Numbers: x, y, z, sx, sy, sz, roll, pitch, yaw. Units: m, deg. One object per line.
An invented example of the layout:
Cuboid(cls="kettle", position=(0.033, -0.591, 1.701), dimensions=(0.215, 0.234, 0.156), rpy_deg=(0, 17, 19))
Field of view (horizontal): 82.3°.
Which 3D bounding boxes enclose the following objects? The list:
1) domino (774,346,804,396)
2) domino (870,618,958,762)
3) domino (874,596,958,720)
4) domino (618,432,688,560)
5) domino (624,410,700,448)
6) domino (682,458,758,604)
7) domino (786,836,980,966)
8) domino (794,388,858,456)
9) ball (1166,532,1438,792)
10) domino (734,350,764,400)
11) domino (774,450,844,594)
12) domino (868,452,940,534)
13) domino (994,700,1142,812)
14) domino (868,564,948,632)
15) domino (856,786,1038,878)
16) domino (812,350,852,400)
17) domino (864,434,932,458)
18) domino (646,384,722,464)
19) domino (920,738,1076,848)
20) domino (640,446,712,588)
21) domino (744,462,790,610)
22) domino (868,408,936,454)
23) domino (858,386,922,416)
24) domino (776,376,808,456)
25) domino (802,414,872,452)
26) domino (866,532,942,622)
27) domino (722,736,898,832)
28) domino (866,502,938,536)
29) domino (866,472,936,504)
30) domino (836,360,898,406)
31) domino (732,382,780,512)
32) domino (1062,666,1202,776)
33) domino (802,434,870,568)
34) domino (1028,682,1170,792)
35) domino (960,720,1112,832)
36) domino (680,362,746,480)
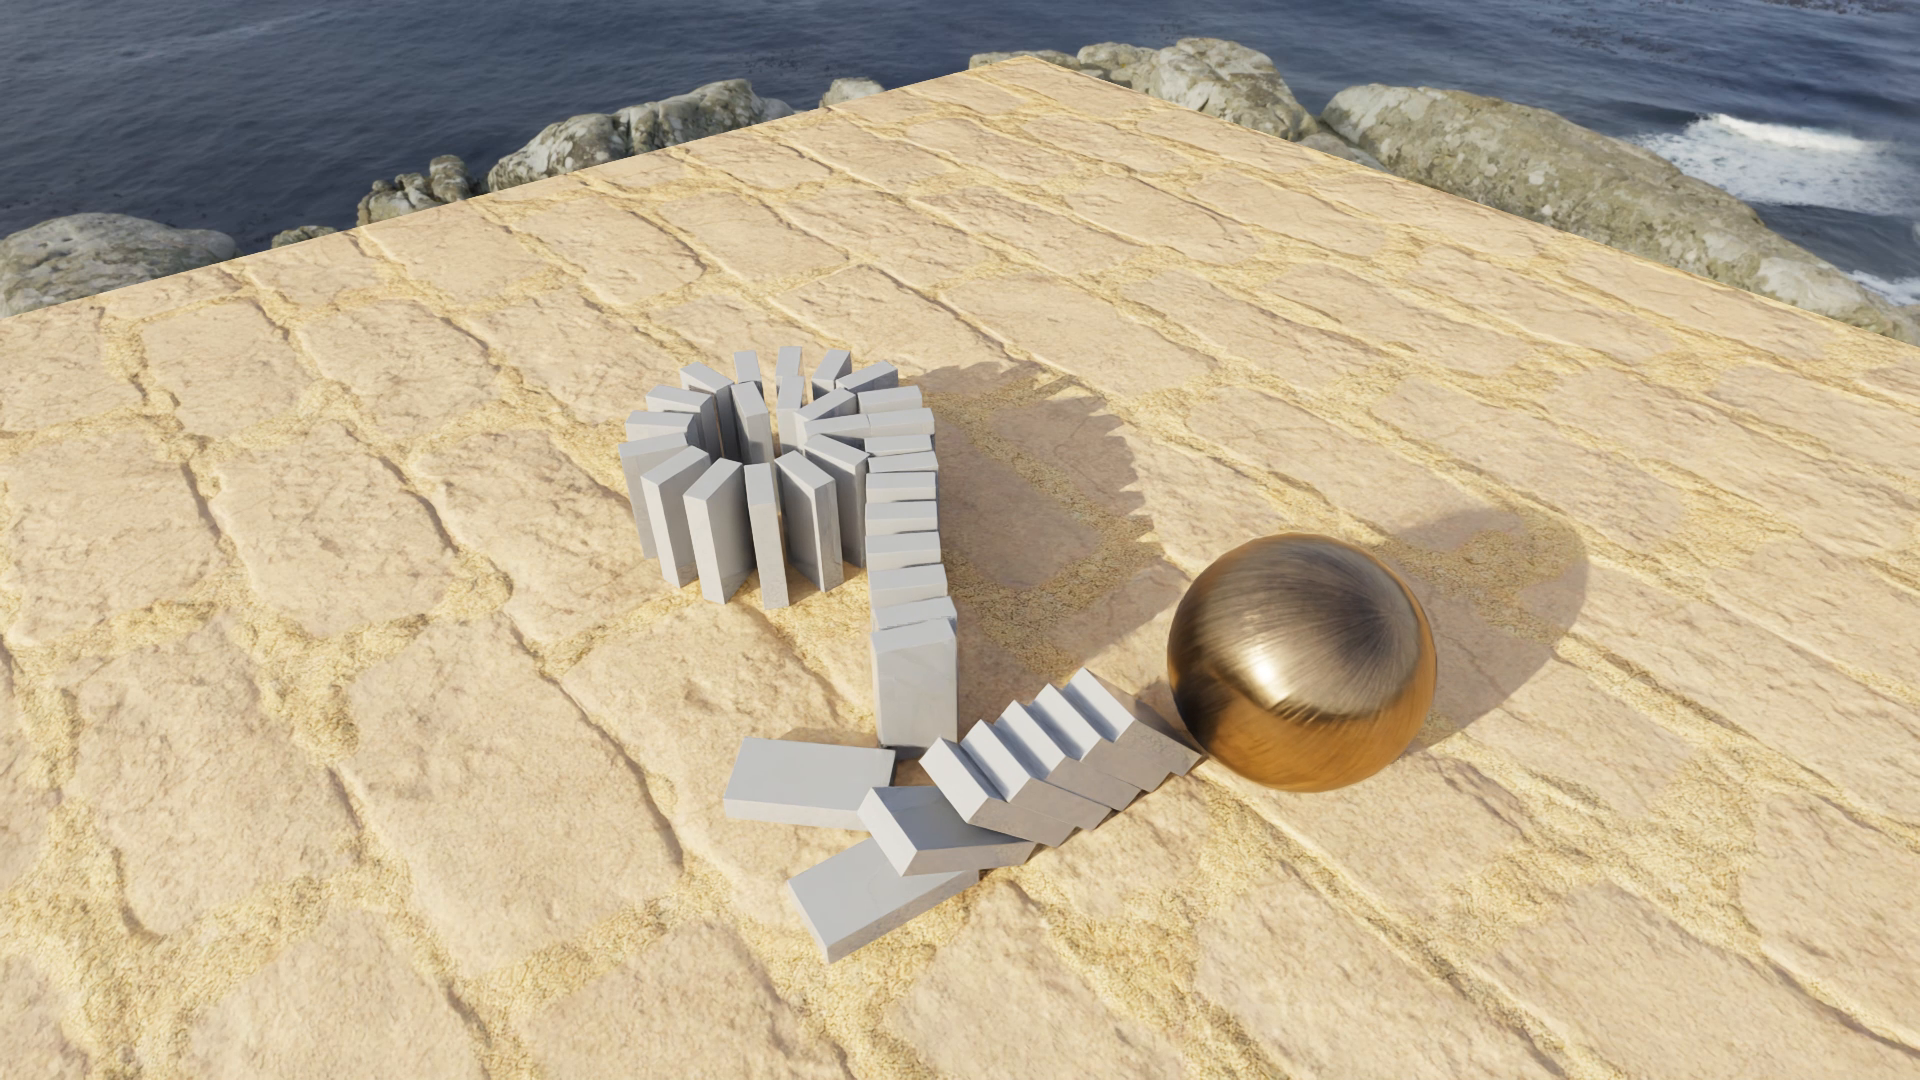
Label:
Cuboid(cls="domino", position=(-0.072, -0.056, 0.480), dimensions=(0.010, 0.050, 0.025), rpy_deg=(-2, 39, -2))
Cuboid(cls="domino", position=(-0.014, 0.049, 0.352), dimensions=(0.025, 0.050, 0.009), rpy_deg=(-10, 39, -12))
Cuboid(cls="domino", position=(-0.014, 0.042, 0.360), dimensions=(0.025, 0.050, 0.010), rpy_deg=(-9, 39, -11))
Cuboid(cls="domino", position=(-0.116, -0.017, 0.432), dimensions=(0.025, 0.050, 0.009), rpy_deg=(-13, 41, -15))
Cuboid(cls="domino", position=(-0.117, -0.028, 0.446), dimensions=(0.025, 0.050, 0.009), rpy_deg=(4, 40, 5))
Cuboid(cls="domino", position=(-0.090, -0.003, 0.415), dimensions=(0.009, 0.050, 0.025), rpy_deg=(14, 41, 17))
Cuboid(cls="domino", position=(-0.022, 0.100, 0.322), dimensions=(0.050, 0.010, 0.025), rpy_deg=(-22, 44, -24))
Cuboid(cls="domino", position=(-0.054, -0.035, 0.454), dimensions=(0.009, 0.050, 0.025), rpy_deg=(29, 47, 30))
Cuboid(cls="ball", position=(0.105, 0.038, 0.342), dimensions=(0.080, 0.080, 0.080), rpy_deg=(0, 39, 0))
Cuboid(cls="domino", position=(-0.089, -0.054, 0.477), dimensions=(0.010, 0.050, 0.025), rpy_deg=(-9, 40, -11))
Cuboid(cls="domino", position=(-0.057, -0.007, 0.420), dimensions=(0.009, 0.050, 0.025), rpy_deg=(-30, 48, -31))
Cuboid(cls="domino", position=(-0.021, -0.010, 0.423), dimensions=(0.025, 0.050, 0.010), rpy_deg=(-7, 40, -8))
Cuboid(cls="domino", position=(0.034, 0.066, 0.335), dimensions=(0.009, 0.050, 0.025), rpy_deg=(-50, 49, 6))
Cuboid(cls="domino", position=(-0.017, 0.031, 0.373), dimensions=(0.025, 0.050, 0.009), rpy_deg=(-6, 40, -7))
Cuboid(cls="domino", position=(-0.003, 0.084, 0.320), dimensions=(0.050, 0.010, 0.025), rpy_deg=(12, 25, -45))
Cuboid(cls="domino", position=(-0.054, -0.054, 0.478), dimensions=(0.009, 0.050, 0.025), rpy_deg=(8, 40, 9))
Cuboid(cls="domino", position=(-0.023, -0.018, 0.433), dimensions=(0.025, 0.050, 0.009), rpy_deg=(-4, 40, -5))
Cuboid(cls="domino", position=(-0.113, -0.039, 0.459), dimensions=(0.025, 0.050, 0.010), rpy_deg=(13, 41, 15))
Cuboid(cls="domino", position=(0.012, 0.075, 0.325), dimensions=(0.009, 0.050, 0.025), rpy_deg=(-51, 49, 6))
Cuboid(cls="domino", position=(-0.105, -0.008, 0.422), dimensions=(0.009, 0.050, 0.025), rpy_deg=(26, 46, 28))
Cuboid(cls="domino", position=(-0.072, -0.001, 0.413), dimensions=(0.010, 0.050, 0.025), rpy_deg=(-8, 40, -9))
Cuboid(cls="domino", position=(-0.023, -0.029, 0.447), dimensions=(0.025, 0.050, 0.009), rpy_deg=(-7, 40, -9))
Cuboid(cls="domino", position=(-0.028, -0.039, 0.459), dimensions=(0.025, 0.050, 0.010), rpy_deg=(-9, 40, -10))
Cuboid(cls="domino", position=(-0.068, -0.040, 0.461), dimensions=(0.009, 0.050, 0.025), rpy_deg=(-1, 39, -1))
Cuboid(cls="domino", position=(-0.048, -0.026, 0.443), dimensions=(0.025, 0.050, 0.010), rpy_deg=(-9, 40, -11))
Cuboid(cls="domino", position=(-0.019, 0.020, 0.387), dimensions=(0.025, 0.050, 0.009), rpy_deg=(-4, 39, -4))
Cuboid(cls="domino", position=(-0.047, 0.077, 0.349), dimensions=(0.050, 0.009, 0.025), rpy_deg=(4, 40, 5))
Cuboid(cls="domino", position=(-0.021, 0.009, 0.401), dimensions=(0.025, 0.050, 0.009), rpy_deg=(-2, 39, -2))
Cuboid(cls="domino", position=(-0.021, -0.002, 0.414), dimensions=(0.025, 0.050, 0.009), rpy_deg=(-2, 39, -2))
Cuboid(cls="domino", position=(-0.039, -0.049, 0.472), dimensions=(0.025, 0.050, 0.010), rpy_deg=(-28, 47, -30))
Cuboid(cls="domino", position=(-0.084, -0.038, 0.457), dimensions=(0.010, 0.050, 0.025), rpy_deg=(-14, 41, -17))
Cuboid(cls="domino", position=(0.055, 0.058, 0.346), dimensions=(0.009, 0.050, 0.025), rpy_deg=(-50, 49, 6))
Cuboid(cls="domino", position=(-0.046, -0.015, 0.429), dimensions=(0.025, 0.050, 0.009), rpy_deg=(23, 45, 25))
Cuboid(cls="domino", position=(0.044, 0.062, 0.341), dimensions=(0.009, 0.050, 0.025), rpy_deg=(-50, 50, 6))
Cuboid(cls="domino", position=(0.023, 0.071, 0.329), dimensions=(0.009, 0.050, 0.025), rpy_deg=(-50, 49, 6))
Cuboid(cls="domino", position=(-0.105, -0.049, 0.471), dimensions=(0.025, 0.050, 0.009), rpy_deg=(30, 48, 32))
